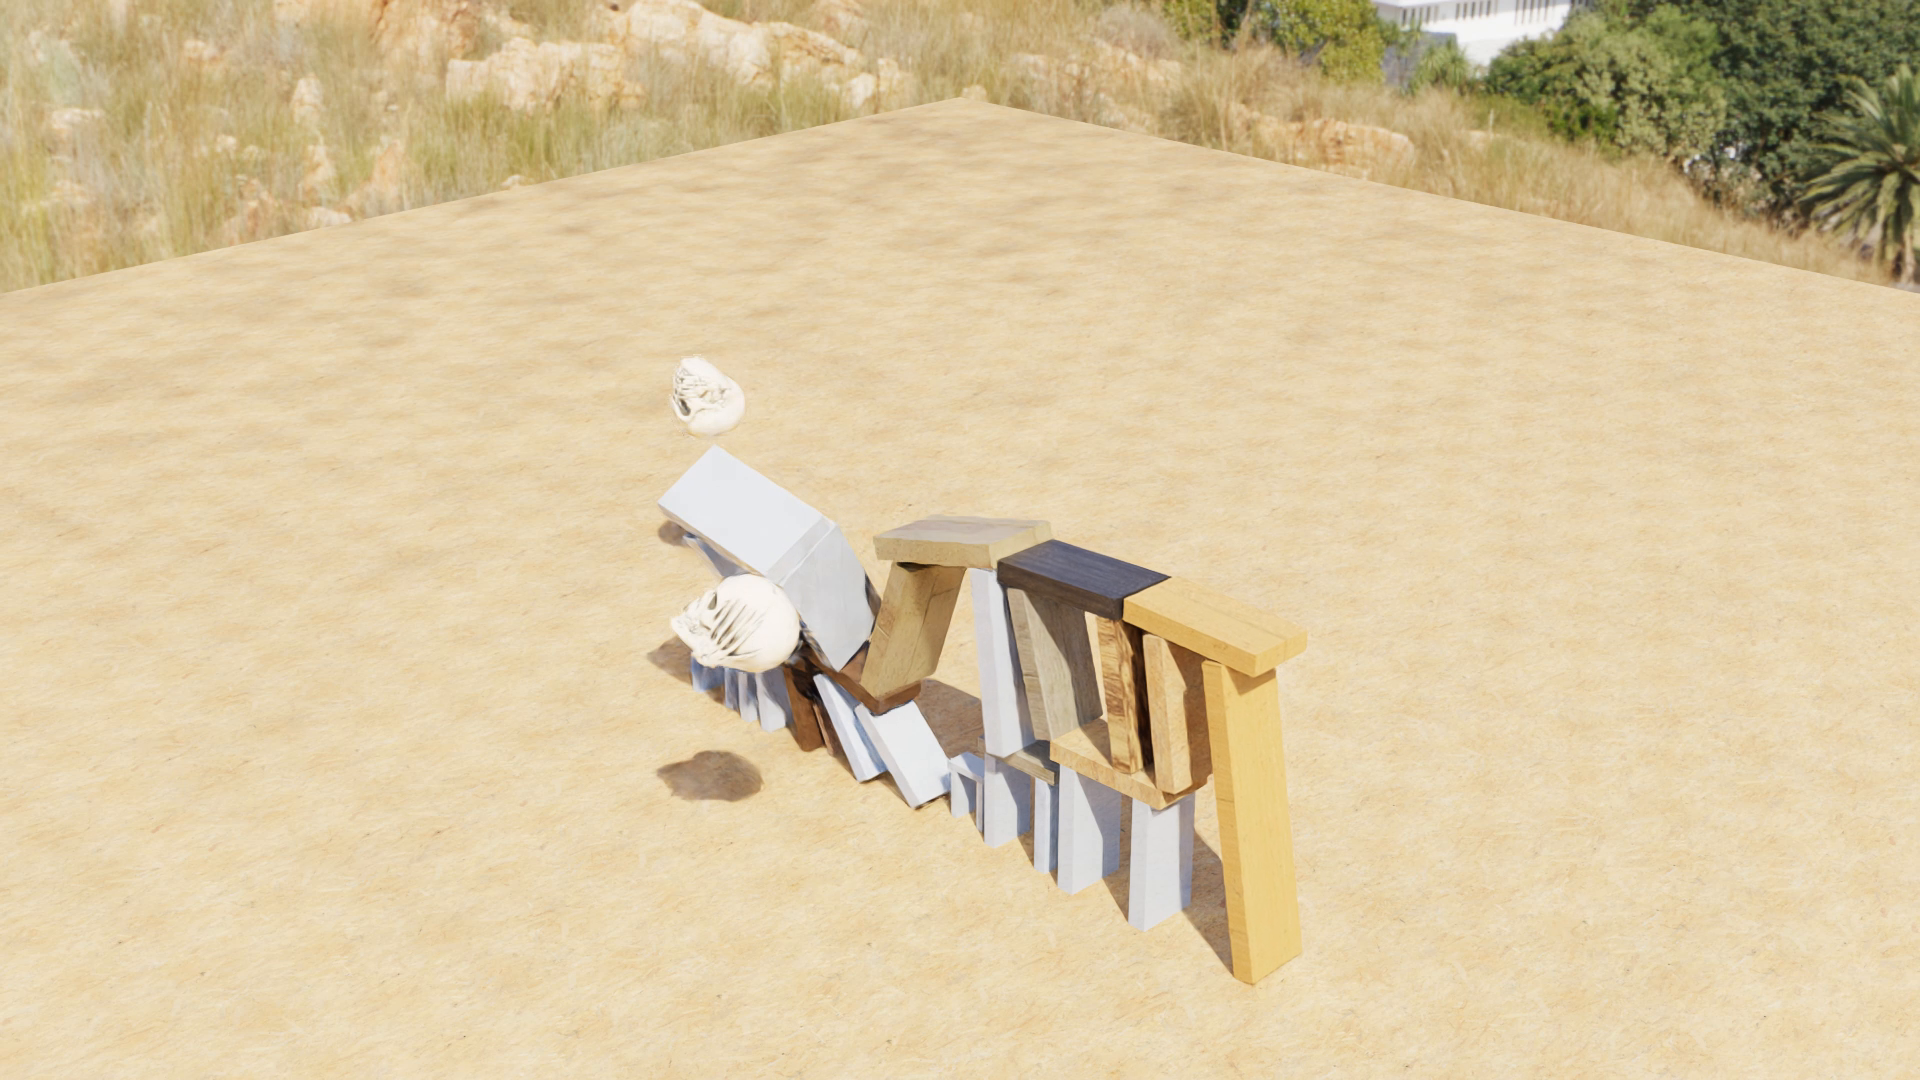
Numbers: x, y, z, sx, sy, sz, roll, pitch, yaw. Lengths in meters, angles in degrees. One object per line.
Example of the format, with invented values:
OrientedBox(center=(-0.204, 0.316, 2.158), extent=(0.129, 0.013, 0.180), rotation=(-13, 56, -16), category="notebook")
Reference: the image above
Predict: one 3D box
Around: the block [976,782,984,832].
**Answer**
OrientedBox(center=(0.058, 0.523, 4.390), extent=(0.015, 0.108, 0.054), rotation=(21, 31, 41), category="block")

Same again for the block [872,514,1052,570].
OrientedBox(center=(0.004, 0.002, 4.230), extent=(0.165, 0.047, 0.329), rotation=(-21, 17, -40), category="block")

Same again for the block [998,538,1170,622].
OrientedBox(center=(0.224, 0.071, 4.018), extent=(0.147, 0.042, 0.294), rotation=(-21, 27, -39), category="block")

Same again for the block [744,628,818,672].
OrientedBox(center=(-0.359, 0.222, 4.699), extent=(0.195, 0.028, 0.098), rotation=(22, 31, 39), category="block")

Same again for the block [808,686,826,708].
OrientedBox(center=(-0.264, 0.339, 4.658), extent=(0.113, 0.016, 0.057), rotation=(26, 34, 38), category="block")

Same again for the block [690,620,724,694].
OrientedBox(center=(-0.563, 0.249, 4.949), extent=(0.025, 0.175, 0.088), rotation=(21, 31, 41), category="block")

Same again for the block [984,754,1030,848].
OrientedBox(center=(0.094, 0.497, 4.331), extent=(0.101, 0.202, 0.029), rotation=(-21, 31, -41), category="block")

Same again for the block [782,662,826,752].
OrientedBox(center=(-0.315, 0.342, 4.705), extent=(0.098, 0.195, 0.028), rotation=(-21, 14, -41), category="block")

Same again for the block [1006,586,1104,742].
OrientedBox(center=(0.180, 0.212, 4.127), extent=(0.147, 0.294, 0.042), rotation=(-21, 15, -41), category="block")

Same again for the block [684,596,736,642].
OrientedBox(center=(-0.522, 0.173, 4.871), extent=(0.175, 0.025, 0.088), rotation=(21, 31, 41), category="block")

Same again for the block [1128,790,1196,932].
OrientedBox(center=(0.373, 0.576, 4.059), extent=(0.134, 0.268, 0.038), rotation=(-21, 31, -41), category="block")

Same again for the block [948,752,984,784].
OrientedBox(center=(0.032, 0.456, 4.389), extent=(0.108, 0.015, 0.054), rotation=(21, 31, 41), category="block")

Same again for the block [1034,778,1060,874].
OrientedBox(center=(0.189, 0.534, 4.244), extent=(0.101, 0.202, 0.029), rotation=(-21, 31, -41), category="block")

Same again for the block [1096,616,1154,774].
OrientedBox(center=(0.327, 0.259, 3.987), extent=(0.147, 0.294, 0.042), rotation=(-21, 21, -41), category="block")

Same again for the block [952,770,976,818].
OrientedBox(center=(0.007, 0.503, 4.437), extent=(0.015, 0.108, 0.054), rotation=(21, 31, 41), category="block")

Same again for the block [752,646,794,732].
OrientedBox(center=(-0.395, 0.309, 4.779), extent=(0.098, 0.195, 0.028), rotation=(-21, 24, -41), category="block")

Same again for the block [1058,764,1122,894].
OrientedBox(center=(0.247, 0.527, 4.176), extent=(0.038, 0.268, 0.134), rotation=(21, 31, 41), category="block")

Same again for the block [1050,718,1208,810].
OrientedBox(center=(0.310, 0.411, 4.058), extent=(0.268, 0.038, 0.134), rotation=(21, 31, 41), category="block")

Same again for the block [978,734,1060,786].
OrientedBox(center=(0.141, 0.410, 4.243), extent=(0.202, 0.029, 0.101), rotation=(21, 31, 41), category="block")

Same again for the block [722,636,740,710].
OrientedBox(center=(-0.480, 0.282, 4.872), extent=(0.025, 0.176, 0.088), rotation=(21, 31, 41), category="block")

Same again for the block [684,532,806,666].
OrientedBox(center=(-0.399, 0.070, 4.524), extent=(0.167, 0.385, 0.047), rotation=(-48, 38, -19), category="block")

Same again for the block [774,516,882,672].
OrientedBox(center=(-0.262, 0.111, 4.411), extent=(0.047, 0.335, 0.167), rotation=(30, 70, 33), category="block")

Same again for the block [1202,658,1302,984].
OrientedBox(center=(0.517, 0.478, 3.872), extent=(0.146, 0.598, 0.041), rotation=(-21, 21, -41), category="block")

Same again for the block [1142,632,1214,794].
OrientedBox(center=(0.401, 0.289, 3.918), extent=(0.146, 0.292, 0.041), rotation=(-21, 22, -41), category="block")

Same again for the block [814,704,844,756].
OrientedBox(center=(-0.269, 0.396, 4.688), extent=(0.057, 0.113, 0.016), rotation=(-21, 5, -41), category="block")

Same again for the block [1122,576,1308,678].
OrientedBox(center=(0.442, 0.147, 3.828), extent=(0.292, 0.041, 0.146), rotation=(24, 32, 39), category="block")

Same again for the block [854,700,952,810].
OrientedBox(center=(-0.106, 0.424, 4.516), extent=(0.120, 0.034, 0.239), rotation=(-21, 75, -41), category="block")

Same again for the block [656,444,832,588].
OrientedBox(center=(-0.429, -0.050, 4.340), extent=(0.335, 0.047, 0.167), rotation=(32, 70, 35), category="block")

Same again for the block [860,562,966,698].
OrientedBox(center=(-0.091, 0.158, 4.417), extent=(0.165, 0.329, 0.047), rotation=(-19, 49, -37), category="block")

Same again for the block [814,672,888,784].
OrientedBox(center=(-0.206, 0.374, 4.601), extent=(0.120, 0.239, 0.034), rotation=(-21, -3, -41), category="block")

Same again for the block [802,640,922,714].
OrientedBox(center=(-0.205, 0.265, 4.558), extent=(0.120, 0.034, 0.239), rotation=(-22, 45, -40), category="block")

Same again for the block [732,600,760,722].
OrientedBox(center=(-0.441, 0.181, 4.780), extent=(0.104, 0.432, 0.030), rotation=(-21, 29, -41), category="block")

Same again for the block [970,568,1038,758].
OrientedBox(center=(0.109, 0.211, 4.194), extent=(0.165, 0.373, 0.047), rotation=(-21, 24, -41), category="block")
